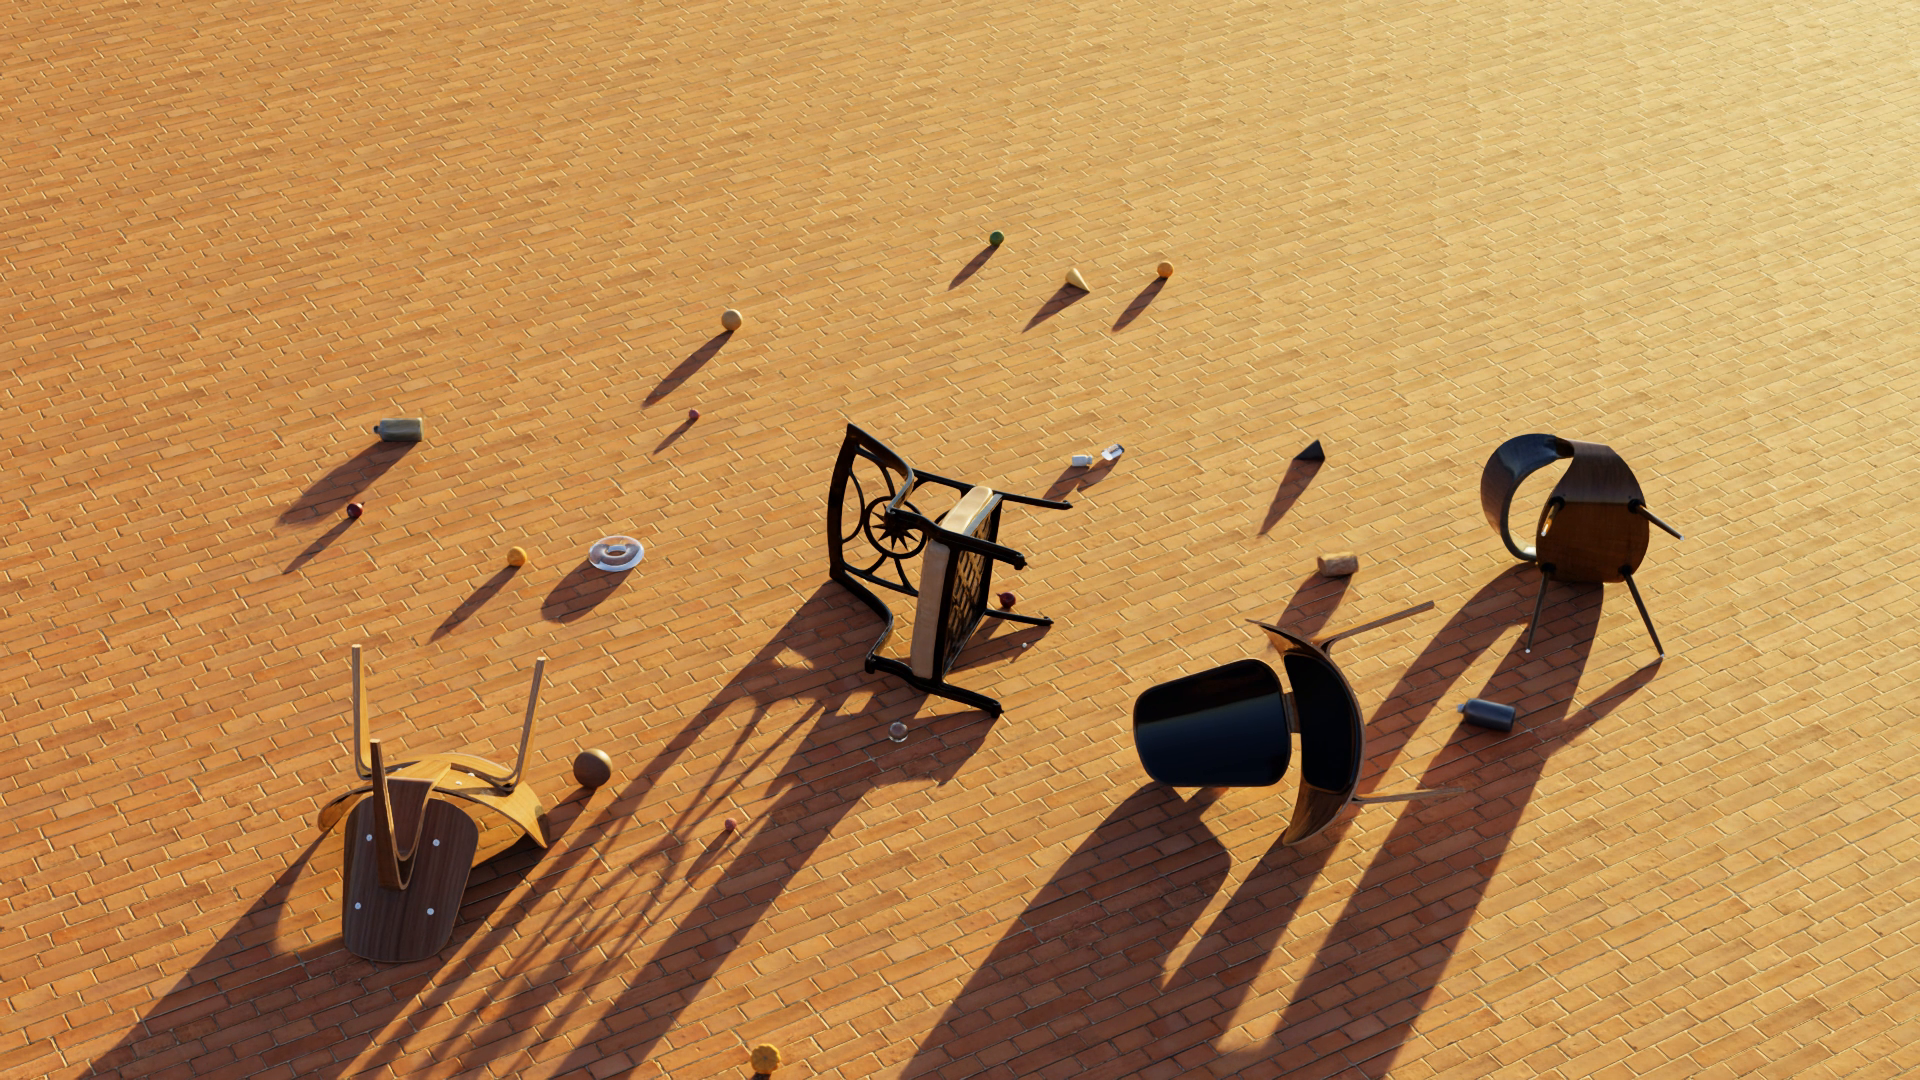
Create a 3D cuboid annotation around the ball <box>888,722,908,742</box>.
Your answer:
[{"bbox_3d":[-0.209,0.648,9.898,0.069,0.069,0.069,0,33,0],"label":"ball"}]

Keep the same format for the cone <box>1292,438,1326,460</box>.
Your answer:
[{"bbox_3d":[1.350,-0.334,11.415,0.122,0.082,0.090,-20,64,5],"label":"cone"}]

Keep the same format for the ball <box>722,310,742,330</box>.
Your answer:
[{"bbox_3d":[-0.954,-0.920,12.259,0.090,0.090,0.090,0,33,0],"label":"ball"}]

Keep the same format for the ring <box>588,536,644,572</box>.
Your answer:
[{"bbox_3d":[-1.269,0.049,10.827,0.207,0.049,0.213,-4,33,-4],"label":"ring"}]
